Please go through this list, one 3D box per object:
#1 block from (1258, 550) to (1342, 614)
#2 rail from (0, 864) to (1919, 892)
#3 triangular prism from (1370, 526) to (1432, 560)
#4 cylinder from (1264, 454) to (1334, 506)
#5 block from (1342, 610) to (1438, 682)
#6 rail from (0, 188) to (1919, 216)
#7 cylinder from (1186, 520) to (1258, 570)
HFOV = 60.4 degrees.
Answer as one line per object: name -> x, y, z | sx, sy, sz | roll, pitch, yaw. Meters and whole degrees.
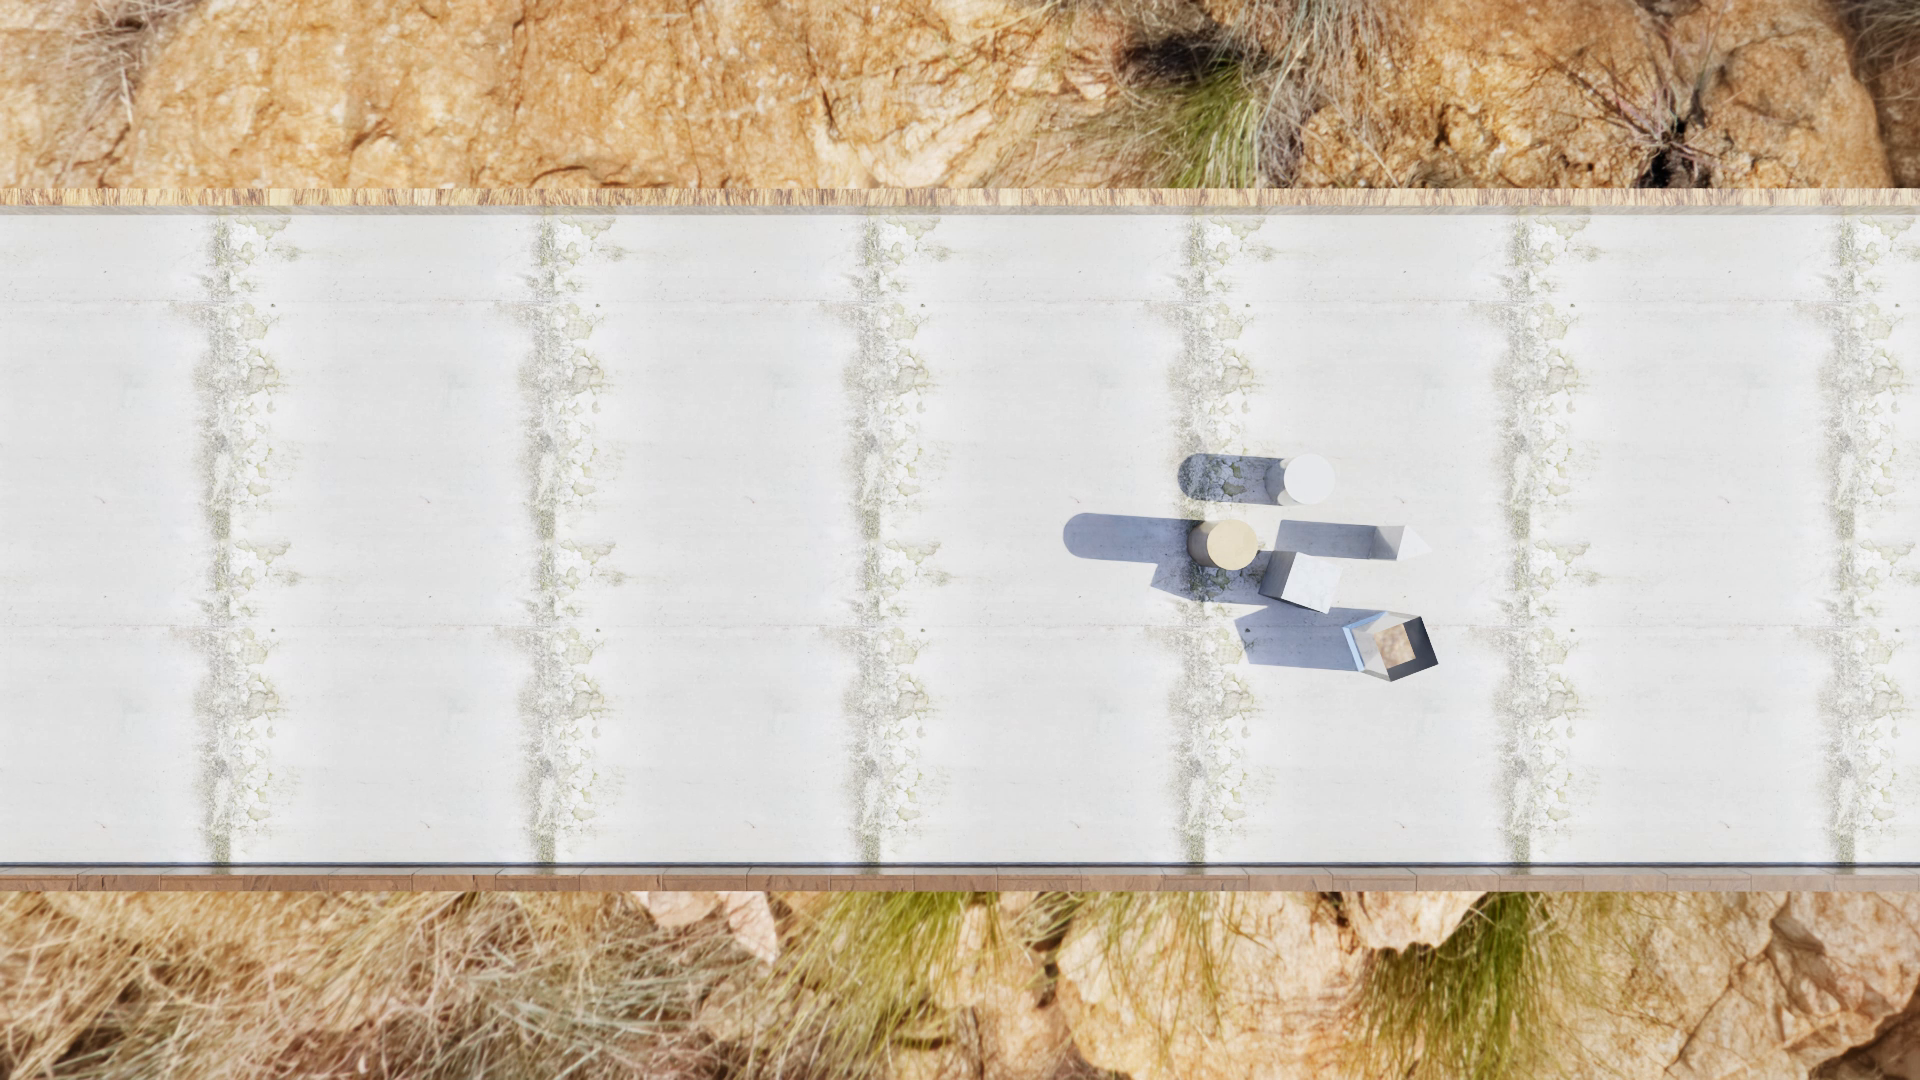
block -> 1.005, 0.122, 4.891 | 0.140, 0.370, 0.140 | 19, 90, 0
rail -> -2.247, 1.025, 5.001 | 12.000, 0.150, 0.050 | 0, 90, 0
triangular prism -> 1.297, 0.001, 4.913 | 0.106, 0.327, 0.092 | -16, 90, 0
cylinder -> 1.012, -0.177, 4.926 | 0.147, 0.300, 0.147 | 0, 90, 0
block -> 1.271, 0.311, 4.889 | 0.146, 0.375, 0.146 | -20, 90, 0
rail -> -2.247, -1.025, 5.002 | 12.000, 0.150, 0.050 | 0, 90, 0
cylinder -> 0.769, 0.013, 4.865 | 0.144, 0.424, 0.144 | 0, 90, 0
